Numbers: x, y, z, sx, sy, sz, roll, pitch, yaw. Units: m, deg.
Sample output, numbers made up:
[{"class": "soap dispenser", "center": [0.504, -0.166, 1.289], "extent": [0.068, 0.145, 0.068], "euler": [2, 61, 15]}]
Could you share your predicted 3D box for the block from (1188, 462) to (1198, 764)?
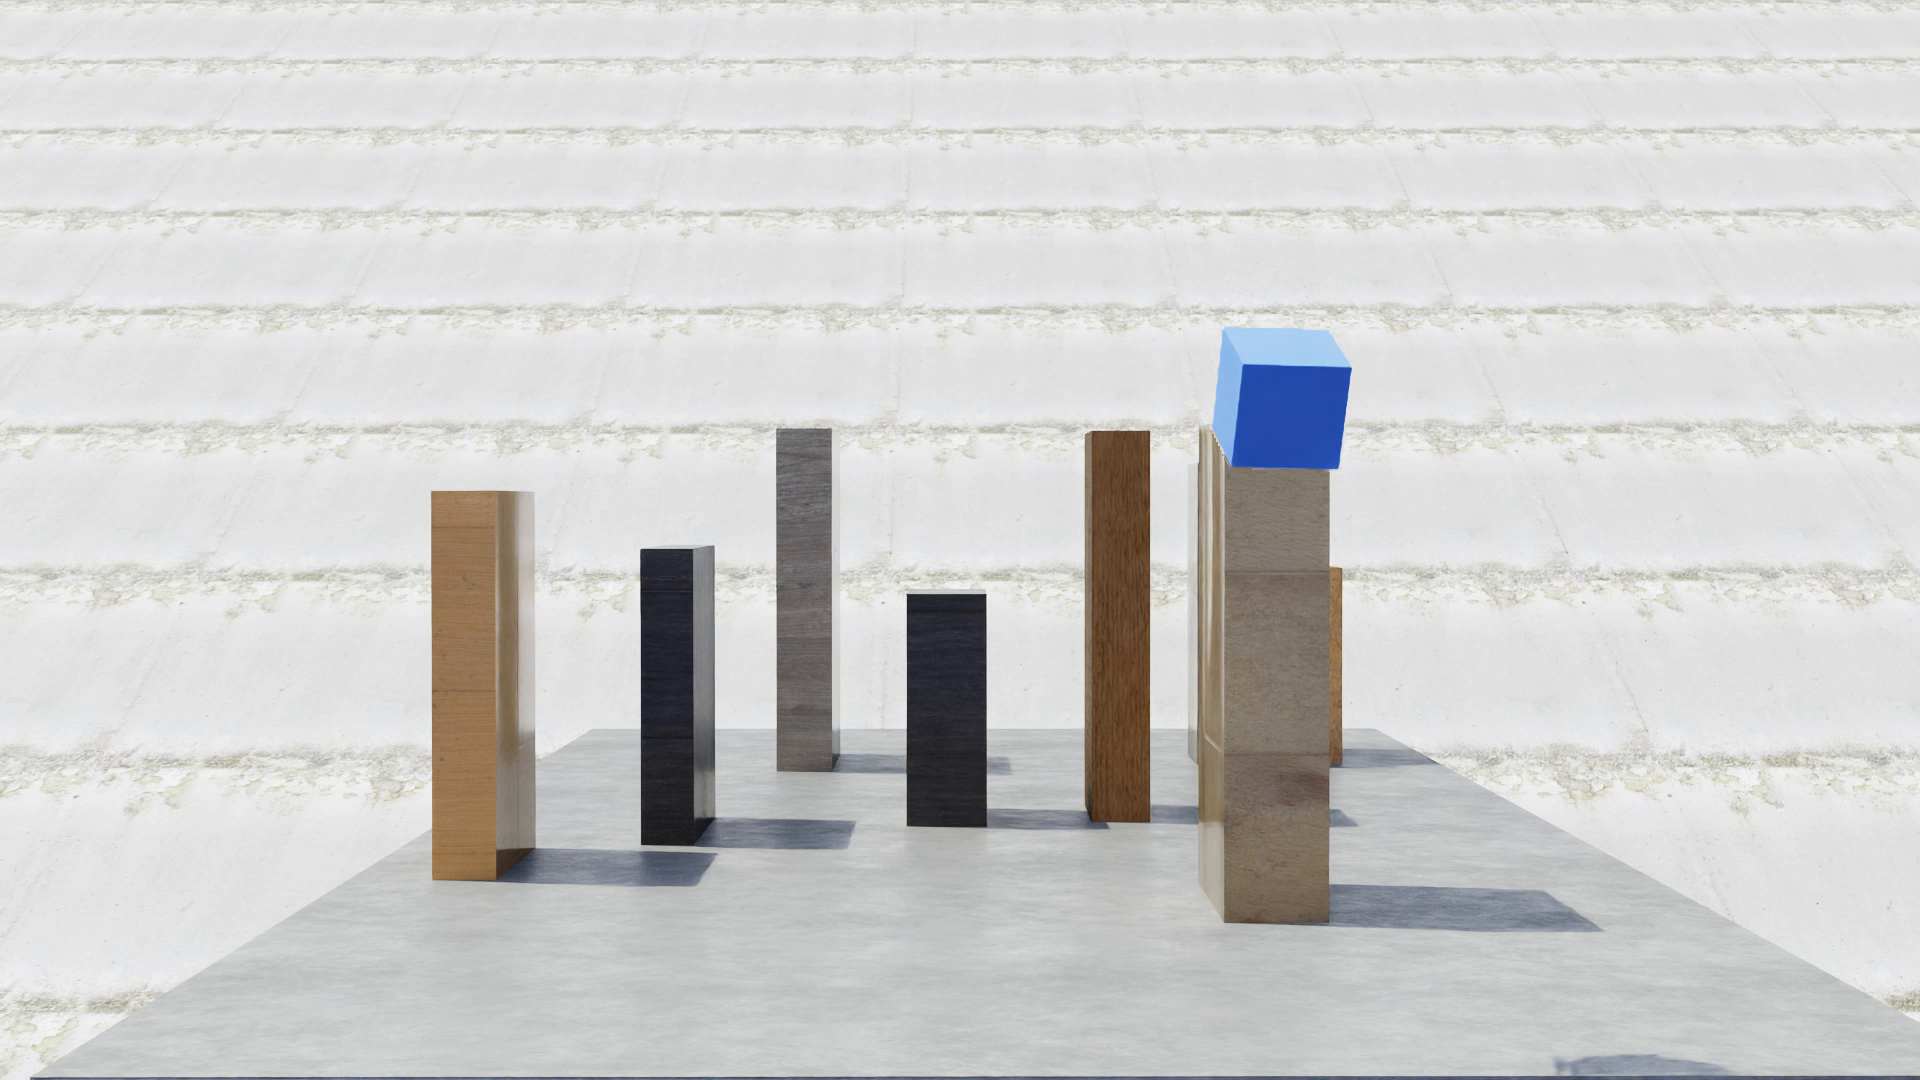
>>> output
[{"class": "block", "center": [0.563, 0.161, 5.792], "extent": [0.084, 0.664, 0.242], "euler": [0, 1, 0]}]

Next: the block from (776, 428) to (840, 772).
[{"class": "block", "center": [-0.335, 0.126, 5.740], "extent": [0.120, 0.737, 0.390], "euler": [0, 1, 0]}]

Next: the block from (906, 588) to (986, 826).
[{"class": "block", "center": [-0.024, 0.301, 4.739], "extent": [0.143, 0.415, 0.274], "euler": [0, 1, 0]}]

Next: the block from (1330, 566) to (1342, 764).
[{"class": "block", "center": [0.793, 0.275, 5.892], "extent": [0.106, 0.433, 0.355], "euler": [0, 1, 0]}]

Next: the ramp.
[{"class": "ramp", "center": [0.062, 0.561, 4.599], "extent": [2.000, 0.100, 4.000], "euler": [0, 1, 0]}]

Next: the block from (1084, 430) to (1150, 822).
[{"class": "block", "center": [0.291, 0.154, 4.797], "extent": [0.106, 0.707, 0.271], "euler": [0, 1, 0]}]

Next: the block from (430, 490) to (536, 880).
[{"class": "block", "center": [-0.759, 0.220, 4.133], "extent": [0.098, 0.596, 0.371], "euler": [0, 1, 0]}]

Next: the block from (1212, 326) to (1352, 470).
[{"class": "block", "center": [0.333, -0.148, 2.683], "extent": [0.112, 0.112, 0.112], "euler": [1, 24, -6]}]

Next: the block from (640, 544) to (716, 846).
[{"class": "block", "center": [-0.494, 0.262, 4.545], "extent": [0.089, 0.500, 0.389], "euler": [0, 1, 0]}]

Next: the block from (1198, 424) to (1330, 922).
[{"class": "block", "center": [0.434, 0.177, 3.729], "extent": [0.144, 0.691, 0.377], "euler": [0, 1, 0]}]
